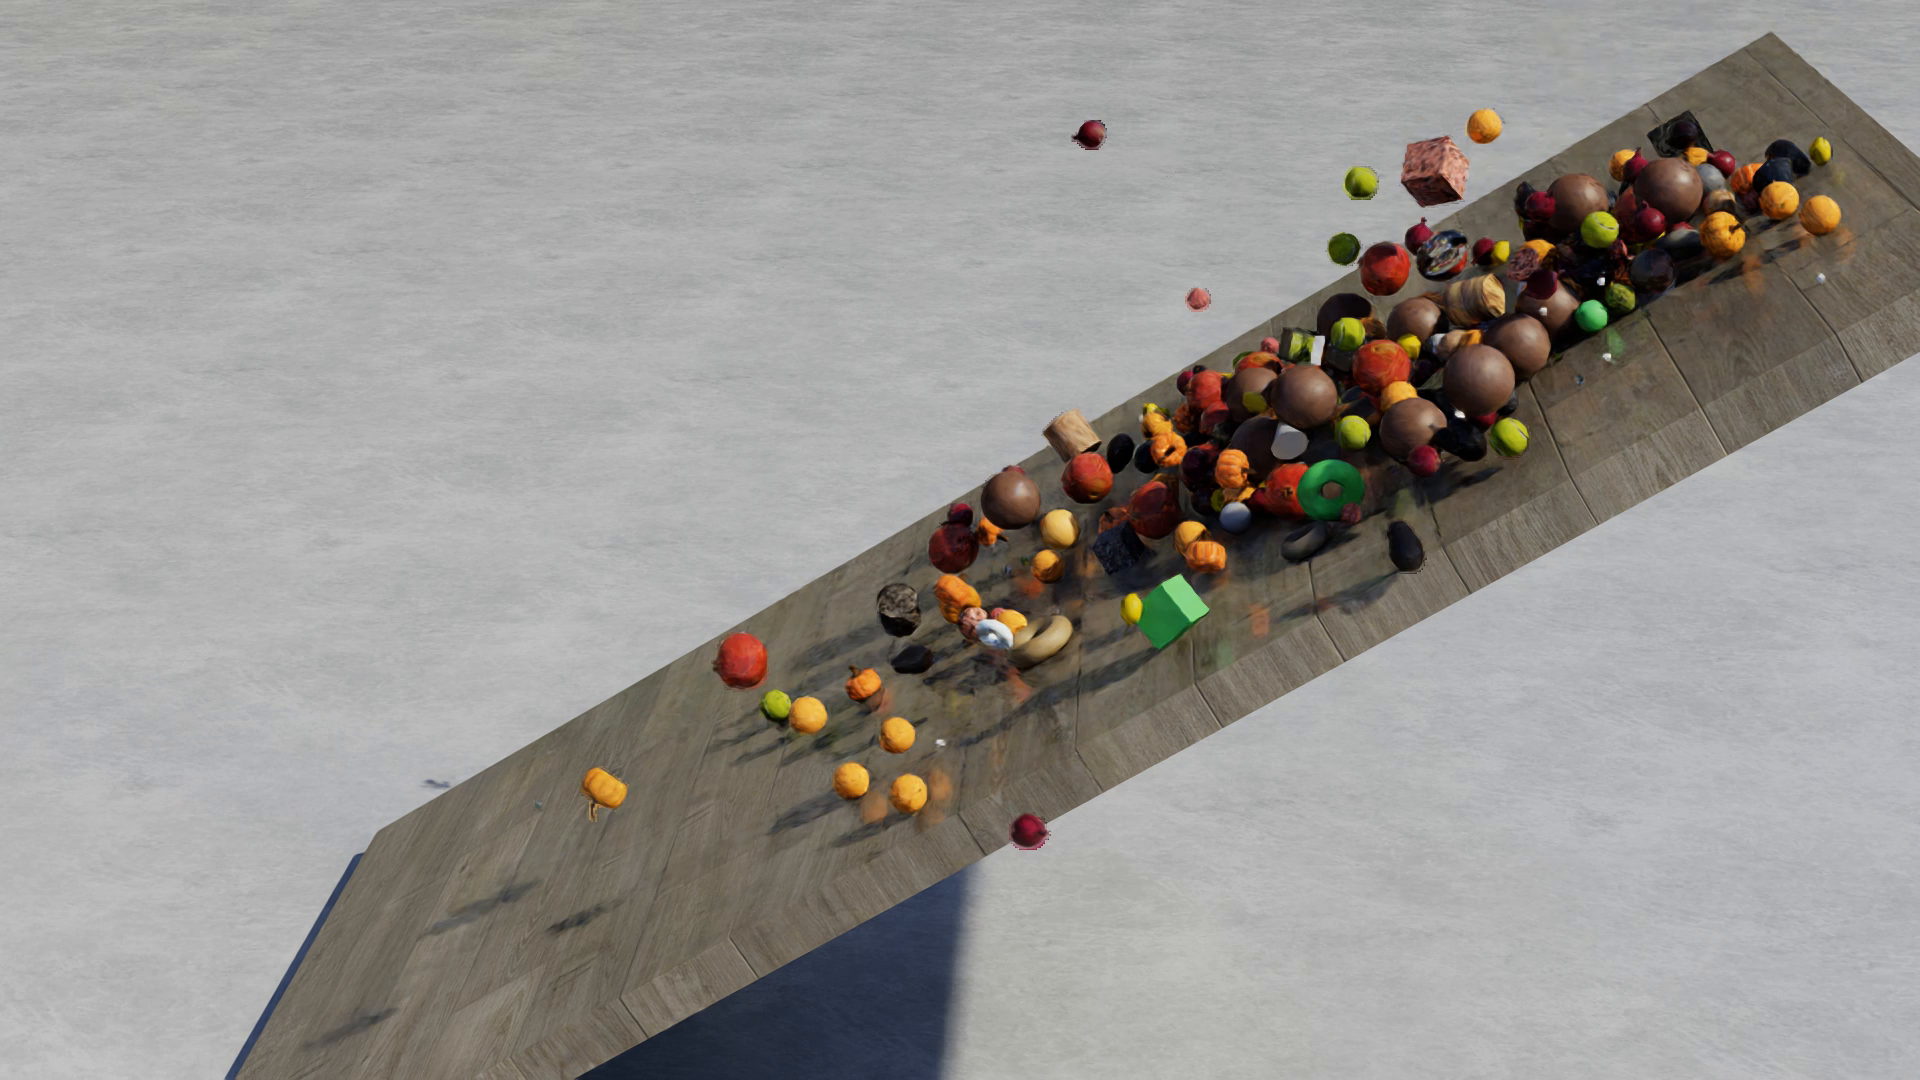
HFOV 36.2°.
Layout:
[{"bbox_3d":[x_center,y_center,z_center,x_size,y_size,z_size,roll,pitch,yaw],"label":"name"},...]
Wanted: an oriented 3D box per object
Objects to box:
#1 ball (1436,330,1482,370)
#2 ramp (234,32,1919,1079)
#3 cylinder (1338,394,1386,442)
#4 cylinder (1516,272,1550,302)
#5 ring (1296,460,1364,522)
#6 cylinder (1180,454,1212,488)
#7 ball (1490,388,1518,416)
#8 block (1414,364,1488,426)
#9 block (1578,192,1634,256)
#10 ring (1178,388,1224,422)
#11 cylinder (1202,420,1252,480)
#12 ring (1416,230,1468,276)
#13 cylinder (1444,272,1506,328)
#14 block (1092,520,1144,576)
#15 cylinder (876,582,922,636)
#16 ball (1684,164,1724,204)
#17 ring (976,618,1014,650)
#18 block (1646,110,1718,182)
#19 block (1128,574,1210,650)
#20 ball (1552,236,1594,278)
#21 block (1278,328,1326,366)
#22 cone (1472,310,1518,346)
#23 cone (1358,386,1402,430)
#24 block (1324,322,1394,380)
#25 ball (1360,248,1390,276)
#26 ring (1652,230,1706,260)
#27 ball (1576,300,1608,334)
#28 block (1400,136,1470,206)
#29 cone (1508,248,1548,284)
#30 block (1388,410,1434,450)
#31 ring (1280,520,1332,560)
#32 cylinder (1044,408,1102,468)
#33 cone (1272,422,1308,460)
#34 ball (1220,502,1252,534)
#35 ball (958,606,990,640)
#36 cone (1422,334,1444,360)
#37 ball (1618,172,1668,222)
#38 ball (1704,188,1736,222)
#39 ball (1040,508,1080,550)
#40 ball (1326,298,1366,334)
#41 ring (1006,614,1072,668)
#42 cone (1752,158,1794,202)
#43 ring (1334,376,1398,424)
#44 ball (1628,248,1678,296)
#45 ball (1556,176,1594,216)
[{"bbox_3d":[0.997,-0.376,5.874,0.089,0.089,0.089,0,20,0],"label":"ball"},{"bbox_3d":[0.141,0.169,6.290,4.000,0.100,2.000,-30,15,13],"label":"ramp"},{"bbox_3d":[0.793,-0.240,5.804,0.067,0.067,0.067,-35,16,12],"label":"cylinder"},{"bbox_3d":[1.170,-0.521,6.004,0.053,0.053,0.053,12,35,-8],"label":"cylinder"},{"bbox_3d":[0.694,-0.092,5.501,0.128,0.128,0.043,0,29,-1],"label":"ring"},{"bbox_3d":[0.505,-0.146,6.235,0.052,0.052,0.052,-36,26,-4],"label":"cylinder"},{"bbox_3d":[1.023,-0.260,5.524,0.052,0.052,0.052,0,20,0],"label":"ball"},{"bbox_3d":[0.949,-0.280,5.681,0.082,0.082,0.082,-39,16,-23],"label":"block"},{"bbox_3d":[1.331,-0.654,6.072,0.083,0.083,0.083,-27,16,20],"label":"block"},{"bbox_3d":[0.547,-0.306,6.687,0.115,0.038,0.115,-30,15,9],"label":"ring"},{"bbox_3d":[0.560,-0.189,6.166,0.092,0.092,0.092,6,34,16],"label":"cylinder"},{"bbox_3d":[0.924,-0.552,5.647,0.109,0.109,0.036,-11,55,-28],"label":"ring"},{"bbox_3d":[0.997,-0.464,5.703,0.087,0.087,0.087,-16,7,36],"label":"cylinder"},{"bbox_3d":[0.326,0.016,6.058,0.069,0.069,0.069,-25,17,29],"label":"block"},{"bbox_3d":[-0.133,0.152,6.409,0.087,0.087,0.087,-3,60,5],"label":"cylinder"},{"bbox_3d":[1.500,-0.717,5.929,0.082,0.082,0.082,0,20,0],"label":"ball"},{"bbox_3d":[0.068,0.186,5.761,0.081,0.081,0.027,12,54,31],"label":"ring"},{"bbox_3d":[1.523,-0.830,6.206,0.099,0.099,0.099,-30,15,13],"label":"block"},{"bbox_3d":[0.387,0.133,5.435,0.089,0.089,0.089,51,29,8],"label":"block"},{"bbox_3d":[1.239,-0.571,5.942,0.083,0.083,0.083,0,20,0],"label":"ball"},{"bbox_3d":[0.673,-0.381,5.798,0.061,0.061,0.061,-1,17,-37],"label":"block"},{"bbox_3d":[1.046,-0.405,5.843,0.088,0.088,0.088,-32,34,-28],"label":"cone"},{"bbox_3d":[0.851,-0.246,5.853,0.098,0.098,0.098,19,27,38],"label":"cone"},{"bbox_3d":[0.833,-0.390,6.146,0.086,0.086,0.086,19,10,-35],"label":"block"},{"bbox_3d":[0.909,-0.607,6.431,0.065,0.065,0.065,0,20,0],"label":"ball"},{"bbox_3d":[1.388,-0.568,5.676,0.106,0.035,0.106,-8,-15,-2],"label":"ring"},{"bbox_3d":[1.213,-0.429,5.643,0.063,0.063,0.063,0,20,0],"label":"ball"},{"bbox_3d":[0.993,-0.770,6.150,0.096,0.096,0.096,-7,57,37],"label":"block"},{"bbox_3d":[1.133,-0.524,5.794,0.076,0.076,0.076,30,3,-32],"label":"cone"},{"bbox_3d":[0.872,-0.213,5.685,0.054,0.054,0.054,-37,15,-13],"label":"block"},{"bbox_3d":[0.648,0.000,5.508,0.106,0.035,0.106,-33,11,8],"label":"ring"},{"bbox_3d":[0.255,-0.230,6.650,0.095,0.095,0.095,-24,73,-48],"label":"cylinder"},{"bbox_3d":[0.630,-0.208,5.715,0.074,0.074,0.074,-5,43,-13],"label":"cone"},{"bbox_3d":[0.544,-0.043,5.804,0.065,0.065,0.065,0,20,0],"label":"ball"},{"bbox_3d":[0.031,0.175,6.167,0.070,0.070,0.070,0,20,0],"label":"ball"},{"bbox_3d":[0.977,-0.375,5.970,0.063,0.063,0.063,-4,60,-11],"label":"cone"},{"bbox_3d":[1.404,-0.705,6.046,0.099,0.099,0.099,0,20,0],"label":"ball"},{"bbox_3d":[1.496,-0.659,5.790,0.063,0.063,0.063,0,20,0],"label":"ball"},{"bbox_3d":[0.216,-0.023,6.372,0.089,0.089,0.089,0,20,0],"label":"ball"},{"bbox_3d":[0.858,-0.494,6.541,0.087,0.087,0.087,0,20,0],"label":"ball"},{"bbox_3d":[0.157,0.201,5.865,0.148,0.049,0.148,-30,16,9],"label":"ring"},{"bbox_3d":[1.593,-0.680,5.688,0.087,0.087,0.087,-6,44,-17],"label":"cone"},{"bbox_3d":[0.828,-0.284,6.013,0.144,0.048,0.144,-29,15,9],"label":"ring"},{"bbox_3d":[1.325,-0.513,5.622,0.092,0.092,0.092,0,20,0],"label":"ball"},{"bbox_3d":[1.268,-0.709,6.059,0.079,0.079,0.079,0,20,0],"label":"ball"}]
